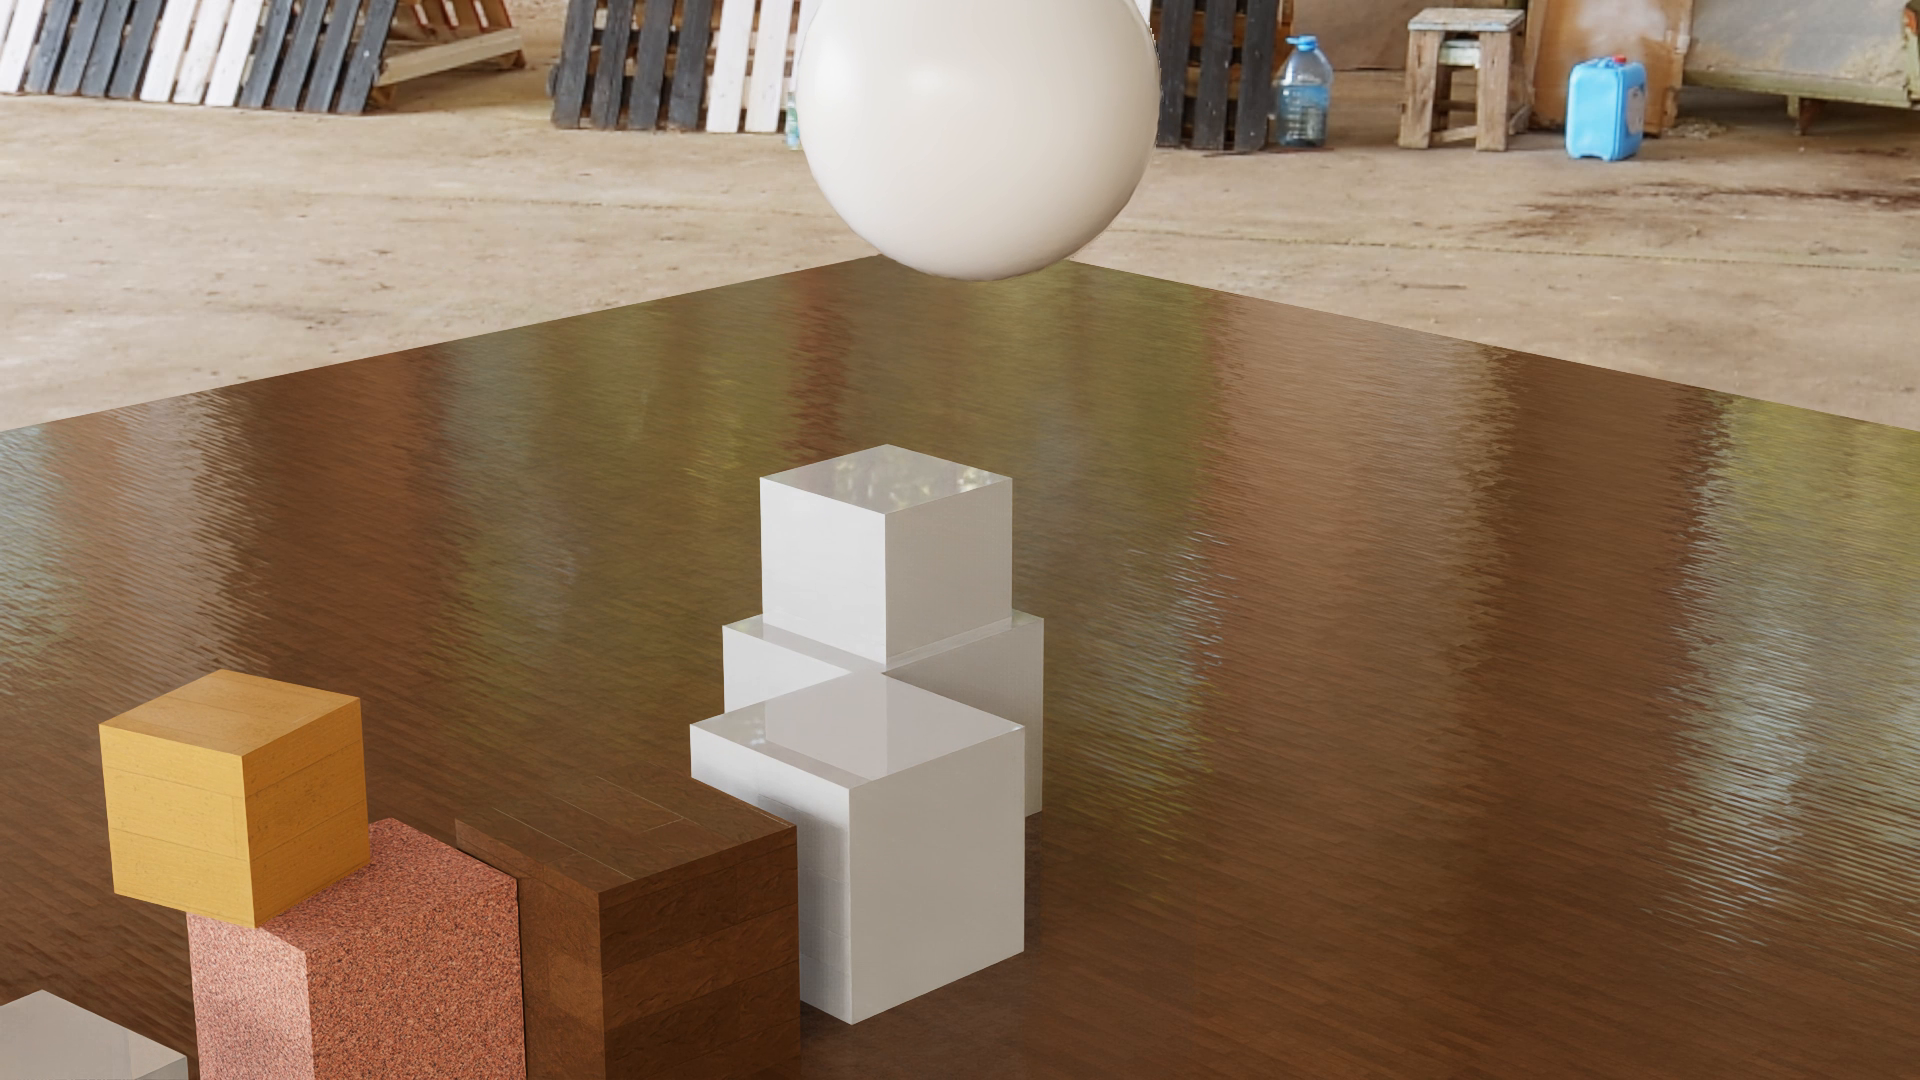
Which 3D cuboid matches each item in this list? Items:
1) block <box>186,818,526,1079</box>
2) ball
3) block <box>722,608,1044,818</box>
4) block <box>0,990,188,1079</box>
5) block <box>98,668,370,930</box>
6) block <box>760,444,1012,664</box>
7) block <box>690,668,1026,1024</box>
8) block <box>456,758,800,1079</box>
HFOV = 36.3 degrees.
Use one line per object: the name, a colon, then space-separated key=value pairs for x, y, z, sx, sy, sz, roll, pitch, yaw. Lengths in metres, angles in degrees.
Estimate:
block: x=-2.338 y=1.729 z=11.378 sx=0.939 sy=0.879 sz=0.853 roll=-16 pitch=24 yaw=-42
ball: x=0.078 y=-1.933 z=12.816 sx=1.600 sy=1.600 sz=1.600 roll=0 pitch=17 yaw=0
block: x=-0.360 y=0.856 z=13.984 sx=1.145 sy=0.981 sz=0.994 roll=-17 pitch=24 yaw=-42
block: x=-3.270 y=2.163 z=10.232 sx=0.838 sy=0.737 sz=0.824 roll=13 pitch=22 yaw=36
block: x=-2.753 y=0.972 z=11.173 sx=0.684 sy=0.687 sz=0.676 roll=9 pitch=20 yaw=26
block: x=-0.343 y=0.050 z=13.726 sx=0.838 sy=0.711 sz=0.820 roll=17 pitch=24 yaw=42
block: x=-0.433 y=1.279 z=12.539 sx=1.002 sy=1.040 sz=1.002 roll=-16 pitch=24 yaw=-42
block: x=-1.313 y=1.580 z=11.660 sx=0.950 sy=0.994 sz=0.960 roll=-15 pitch=23 yaw=-40
